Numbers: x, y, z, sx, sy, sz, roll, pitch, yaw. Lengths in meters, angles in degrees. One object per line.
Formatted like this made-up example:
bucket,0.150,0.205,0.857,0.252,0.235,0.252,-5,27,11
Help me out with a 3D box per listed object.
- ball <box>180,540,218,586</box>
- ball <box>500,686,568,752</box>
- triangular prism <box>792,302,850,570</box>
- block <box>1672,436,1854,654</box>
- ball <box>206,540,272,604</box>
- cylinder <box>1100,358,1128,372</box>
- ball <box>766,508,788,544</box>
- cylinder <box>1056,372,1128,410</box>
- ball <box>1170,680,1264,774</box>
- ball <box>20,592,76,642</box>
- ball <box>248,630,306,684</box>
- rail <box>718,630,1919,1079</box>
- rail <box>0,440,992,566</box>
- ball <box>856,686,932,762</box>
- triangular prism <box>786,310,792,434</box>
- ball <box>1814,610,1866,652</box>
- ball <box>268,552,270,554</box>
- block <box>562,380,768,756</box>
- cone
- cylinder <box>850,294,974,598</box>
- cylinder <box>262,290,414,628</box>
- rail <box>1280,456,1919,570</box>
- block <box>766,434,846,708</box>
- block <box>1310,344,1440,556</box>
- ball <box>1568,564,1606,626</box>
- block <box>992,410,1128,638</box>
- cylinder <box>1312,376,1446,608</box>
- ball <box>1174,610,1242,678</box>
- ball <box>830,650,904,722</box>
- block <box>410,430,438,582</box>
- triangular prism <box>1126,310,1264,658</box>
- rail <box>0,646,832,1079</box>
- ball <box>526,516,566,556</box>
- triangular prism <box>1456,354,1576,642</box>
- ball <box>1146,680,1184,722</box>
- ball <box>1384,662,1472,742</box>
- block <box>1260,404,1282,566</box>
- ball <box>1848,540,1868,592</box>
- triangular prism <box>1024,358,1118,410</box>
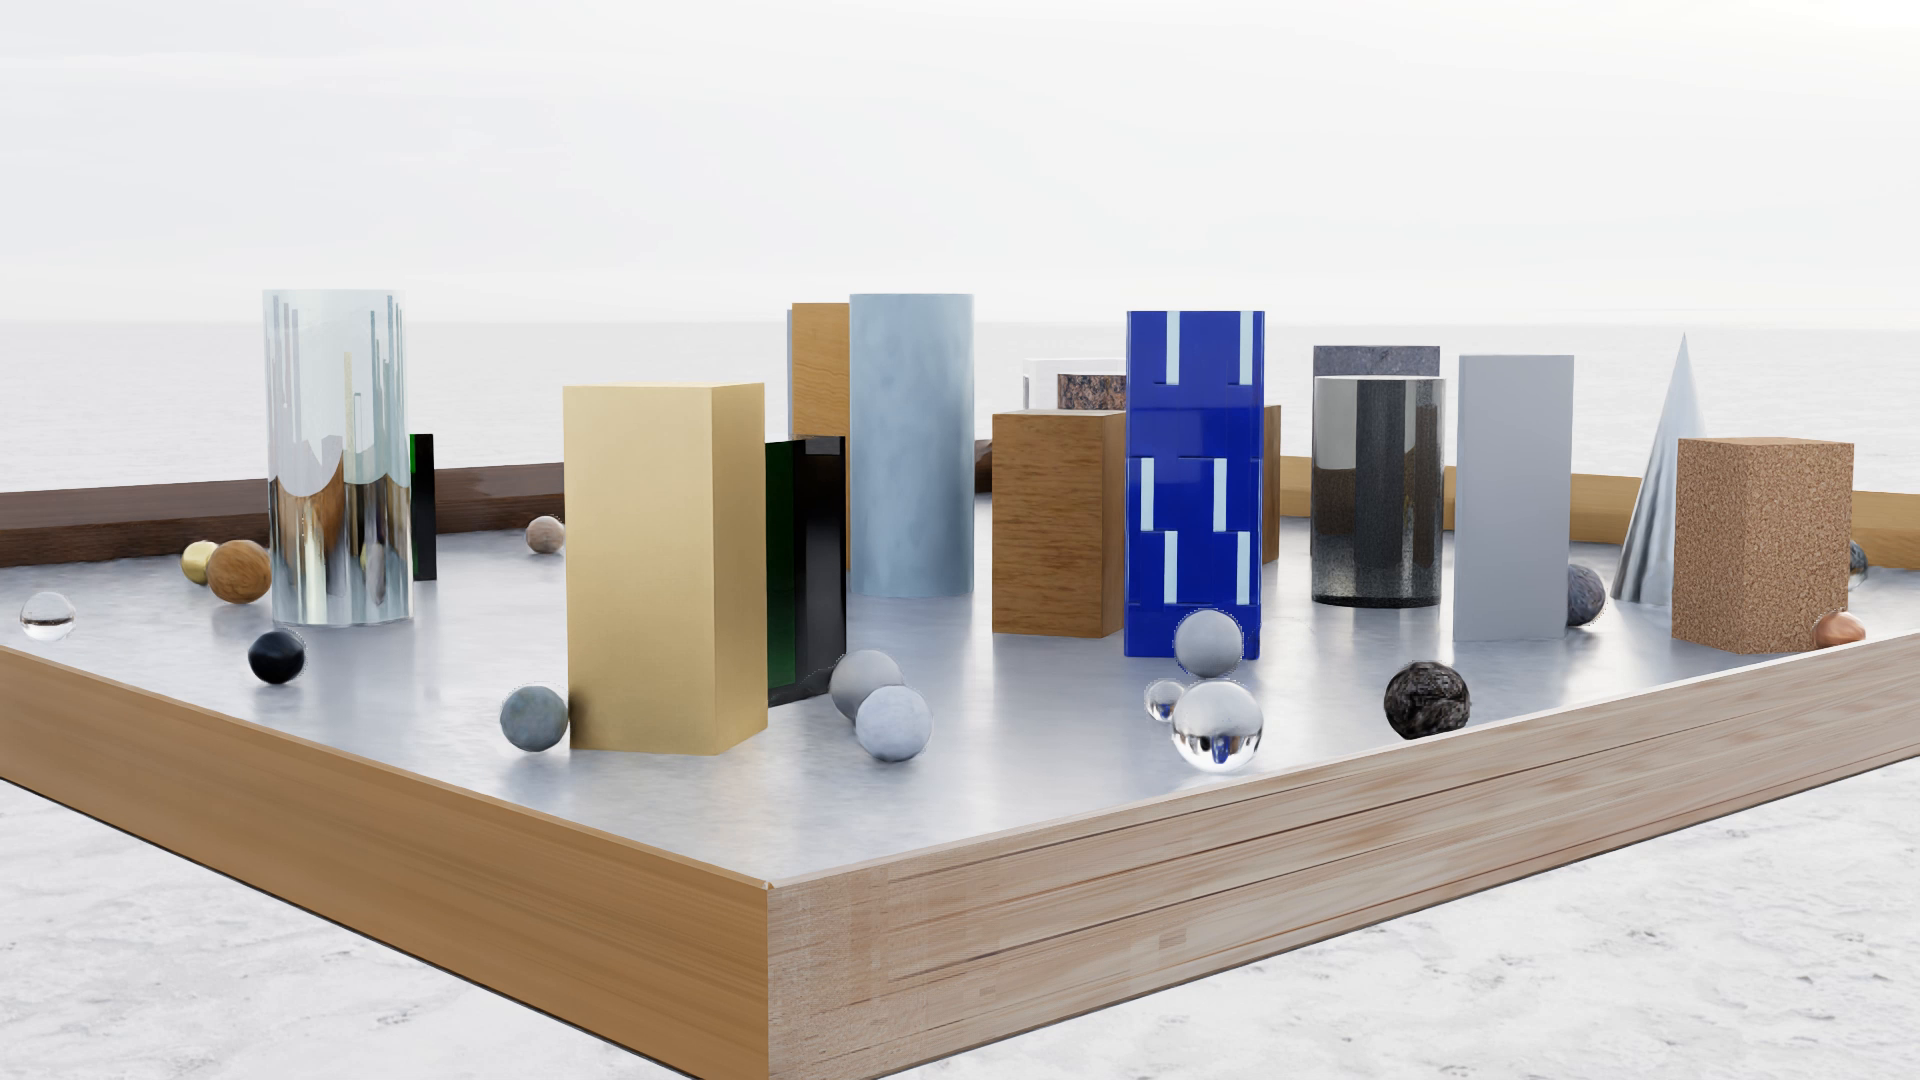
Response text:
ball,-1.229,0.038,3.575,0.072,0.072,0.072,0,6,0
ball,-0.429,0.180,2.219,0.068,0.068,0.068,0,6,0
triangular prism,-0.188,-0.184,3.837,0.172,0.458,0.149,1,6,13
block,1.070,0.003,2.938,0.158,0.272,0.158,-2,6,-15
ball,-1.094,0.048,3.342,0.099,0.099,0.099,0,6,0
cylinder,0.298,-0.186,4.378,0.198,0.350,0.198,0,6,0
ball,-0.343,-0.027,4.160,0.071,0.071,0.071,0,6,0
cylinder,0.248,-0.085,3.423,0.198,0.348,0.198,0,6,0
ball,0.249,0.180,2.124,0.090,0.090,0.090,0,6,0
ball,-1.226,0.104,2.956,0.069,0.069,0.069,0,6,0
ball,-0.816,0.140,2.626,0.066,0.066,0.066,0,6,0
rail,0.995,0.145,2.259,3.040,0.129,0.045,-5,8,-42
rail,-0.995,-0.078,4.404,3.040,0.129,0.045,-5,8,-42
ball,-0.065,0.182,2.174,0.076,0.076,0.076,0,6,0
triangular prism,-0.210,-0.208,4.123,0.172,0.447,0.149,4,7,33
ball,1.126,0.122,2.813,0.062,0.062,0.062,0,6,0
ball,-1.118,0.025,3.681,0.075,0.075,0.075,0,6,0
block,-0.302,0.023,2.280,0.158,0.369,0.158,1,6,14
cone,1.112,-0.116,3.397,0.198,0.415,0.198,0,6,0
cylinder,-0.076,-0.155,3.496,0.198,0.471,0.198,0,6,0
cylinder,-0.895,-0.122,3.169,0.198,0.474,0.198,0,6,0
rail,1.100,-0.072,4.341,0.045,0.129,2.982,-5,8,-42
block,-0.243,0.030,2.560,0.158,0.299,0.158,4,7,32
block,0.745,-0.158,3.955,0.158,0.382,0.158,-3,7,-29
ball,0.867,0.078,3.110,0.088,0.088,0.088,0,6,0
block,0.146,-0.027,3.081,0.158,0.303,0.158,2,6,20
cylinder,0.642,-0.078,3.377,0.198,0.343,0.198,0,6,0
ball,0.302,0.126,2.674,0.082,0.082,0.082,0,6,0
ball,-0.100,0.158,2.377,0.080,0.080,0.080,0,6,0
block,-0.976,-0.058,3.662,0.158,0.243,0.158,-4,7,-31
triangular prism,0.308,-0.077,2.882,0.172,0.445,0.149,1,6,7
rail,-1.100,0.139,2.323,0.045,0.129,2.982,-5,8,-42
ball,-0.757,-0.008,4.018,0.071,0.071,0.071,0,6,0
triangular prism,0.728,-0.064,3.040,0.172,0.385,0.149,-2,6,-17
ball,0.224,0.175,2.389,0.046,0.046,0.046,0,6,0
ball,0.479,0.168,2.255,0.087,0.087,0.087,0,6,0
block,0.472,-0.101,3.914,0.158,0.276,0.158,2,6,23
ball,1.375,0.040,3.451,0.093,0.093,0.093,0,6,0
triangular prism,0.150,-0.123,3.706,0.172,0.364,0.149,-4,7,-32
